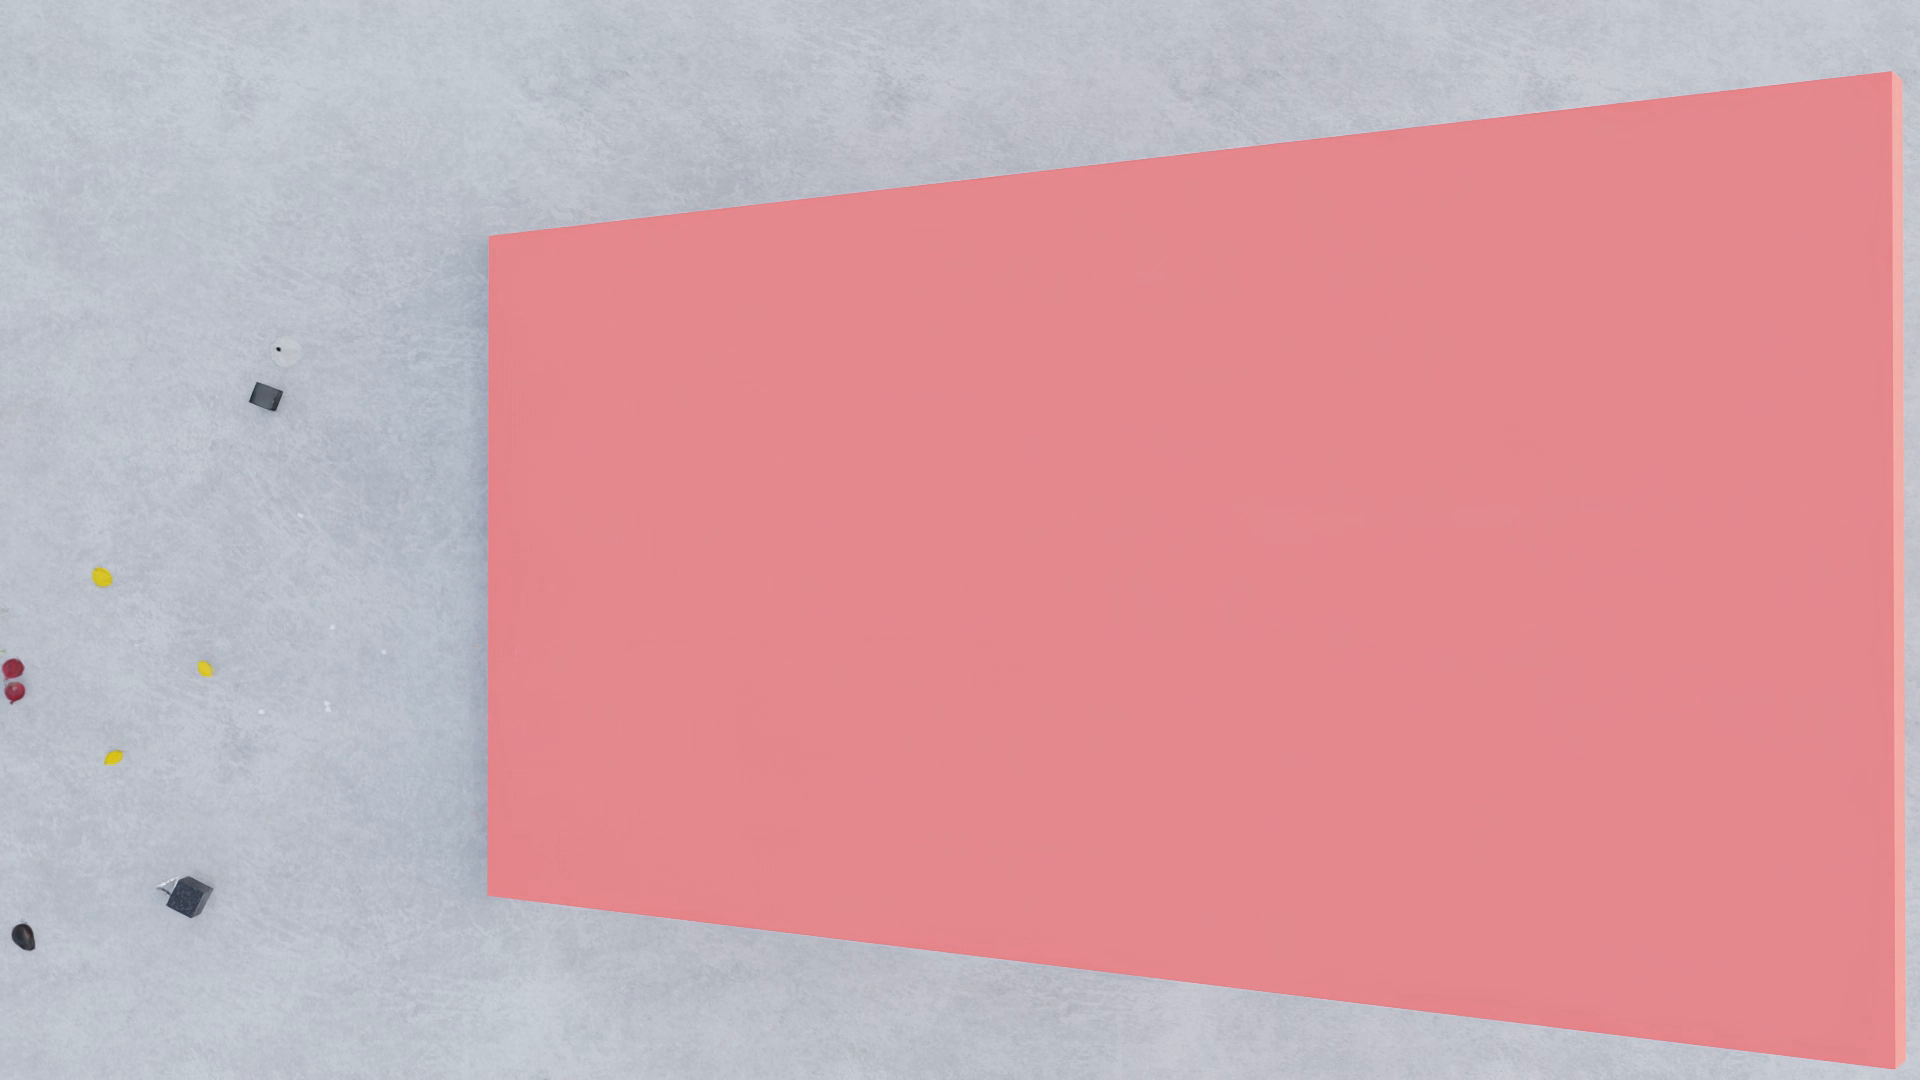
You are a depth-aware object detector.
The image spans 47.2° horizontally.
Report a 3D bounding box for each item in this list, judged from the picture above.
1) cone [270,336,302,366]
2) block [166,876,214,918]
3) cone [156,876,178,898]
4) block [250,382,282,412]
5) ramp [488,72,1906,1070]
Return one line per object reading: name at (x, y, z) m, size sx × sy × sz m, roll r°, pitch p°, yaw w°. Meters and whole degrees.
cone at (-2.071, -0.580, 6.705) m, size 0.095 × 0.095 × 0.095 m, roll 0°, pitch 90°, yaw 0°
block at (-2.345, 1.087, 6.696) m, size 0.086 × 0.086 × 0.086 m, roll 27°, pitch 90°, yaw 0°
cone at (-2.411, 1.054, 6.724) m, size 0.067 × 0.067 × 0.067 m, roll 34°, pitch 63°, yaw 0°
block at (-2.120, -0.437, 6.718) m, size 0.066 × 0.066 × 0.066 m, roll 21°, pitch 90°, yaw 0°
ramp at (0.248, 0.068, 5.576) m, size 4.000 × 0.100 × 2.000 m, roll 0°, pitch 89°, yaw 34°
